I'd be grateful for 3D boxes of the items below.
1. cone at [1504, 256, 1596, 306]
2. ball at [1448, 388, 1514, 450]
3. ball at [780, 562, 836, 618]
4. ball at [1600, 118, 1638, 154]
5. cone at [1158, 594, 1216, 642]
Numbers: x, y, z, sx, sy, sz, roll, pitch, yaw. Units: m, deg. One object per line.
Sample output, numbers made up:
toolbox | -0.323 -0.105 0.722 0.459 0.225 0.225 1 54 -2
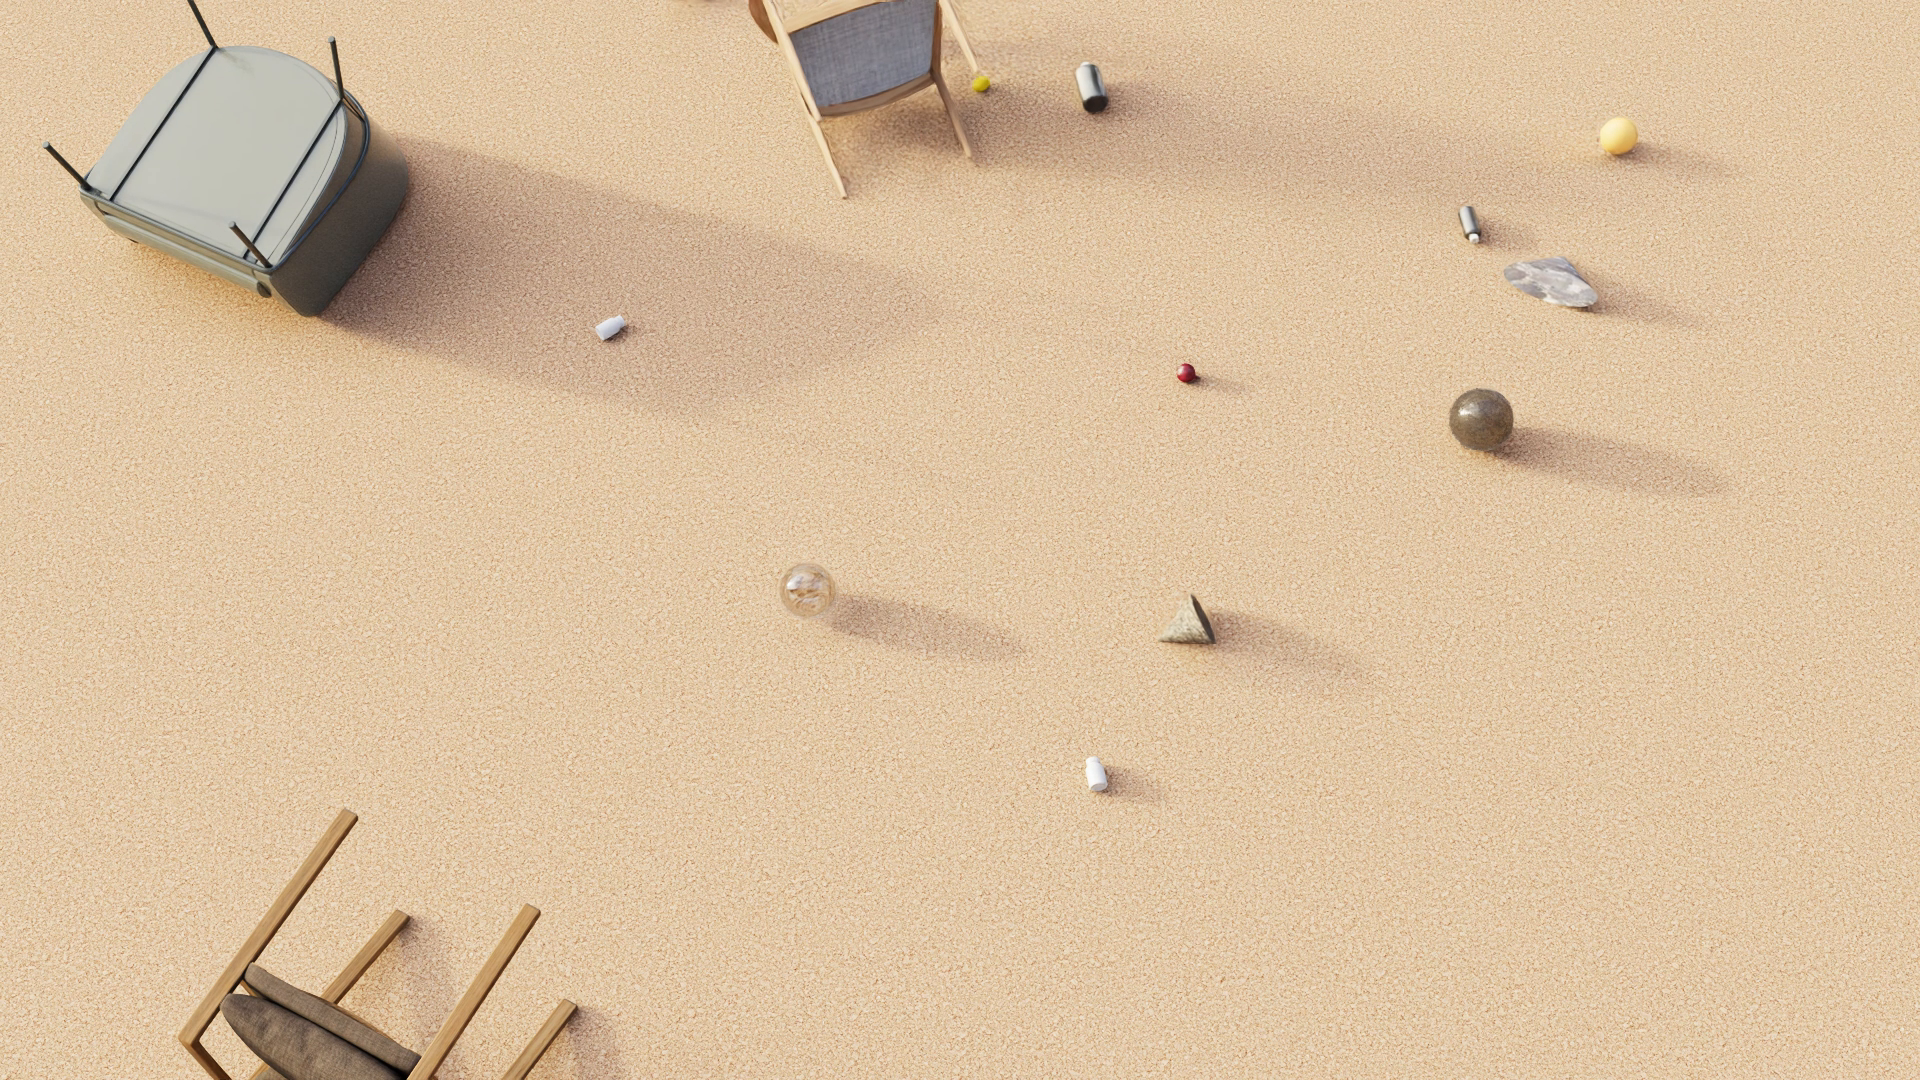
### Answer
cone | 1.935 -0.874 7.124 0.307 0.124 0.203 21 41 16
ball | 1.590 -0.368 6.705 0.193 0.193 0.193 0 56 0
ball | -0.441 0.146 6.378 0.163 0.163 0.163 0 56 0
ball | 2.221 -1.362 7.414 0.122 0.122 0.122 0 56 0
cone | 0.636 0.259 6.360 0.151 0.147 0.159 -27 40 14
